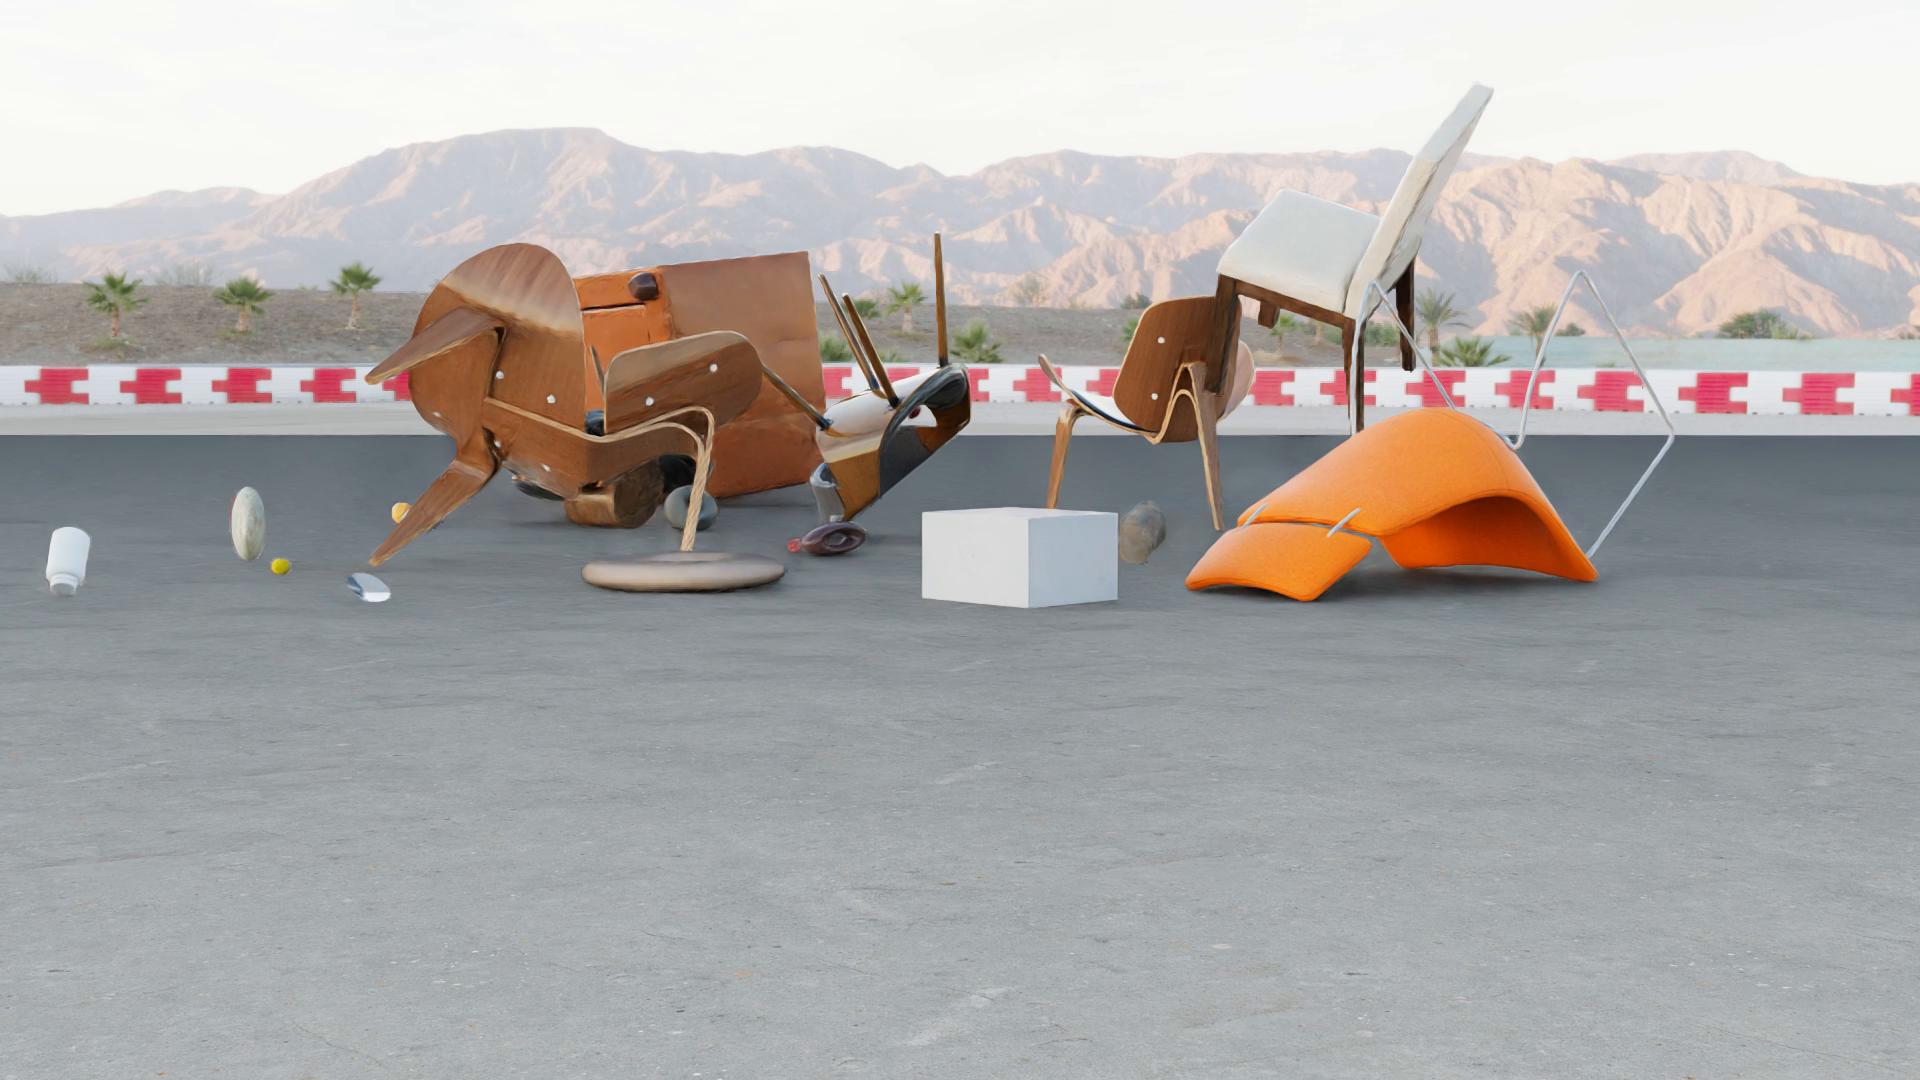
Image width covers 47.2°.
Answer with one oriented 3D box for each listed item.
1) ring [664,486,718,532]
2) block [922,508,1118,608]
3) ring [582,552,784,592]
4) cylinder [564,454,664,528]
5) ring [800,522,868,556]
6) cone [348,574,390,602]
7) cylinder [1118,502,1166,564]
[{"bbox_3d":[-0.851,-0.098,6.950,0.077,0.155,0.235,-40,-6,26],"label":"ring"},{"bbox_3d":[0.128,0.033,4.708,0.275,0.185,0.315,-4,5,-44],"label":"block"},{"bbox_3d":[-0.632,0.071,5.037,0.466,0.066,0.436,0,4,11],"label":"ring"},{"bbox_3d":[-1.135,-0.163,7.198,0.282,0.252,0.180,4,-24,46],"label":"cylinder"},{"bbox_3d":[-0.339,-0.002,5.924,0.194,0.088,0.081,-12,6,-31],"label":"ring"},{"bbox_3d":[-1.263,0.114,4.671,0.096,0.040,0.082,21,32,-28],"label":"cone"},{"bbox_3d":[0.452,-0.018,5.552,0.111,0.162,0.076,35,57,18],"label":"cylinder"}]
